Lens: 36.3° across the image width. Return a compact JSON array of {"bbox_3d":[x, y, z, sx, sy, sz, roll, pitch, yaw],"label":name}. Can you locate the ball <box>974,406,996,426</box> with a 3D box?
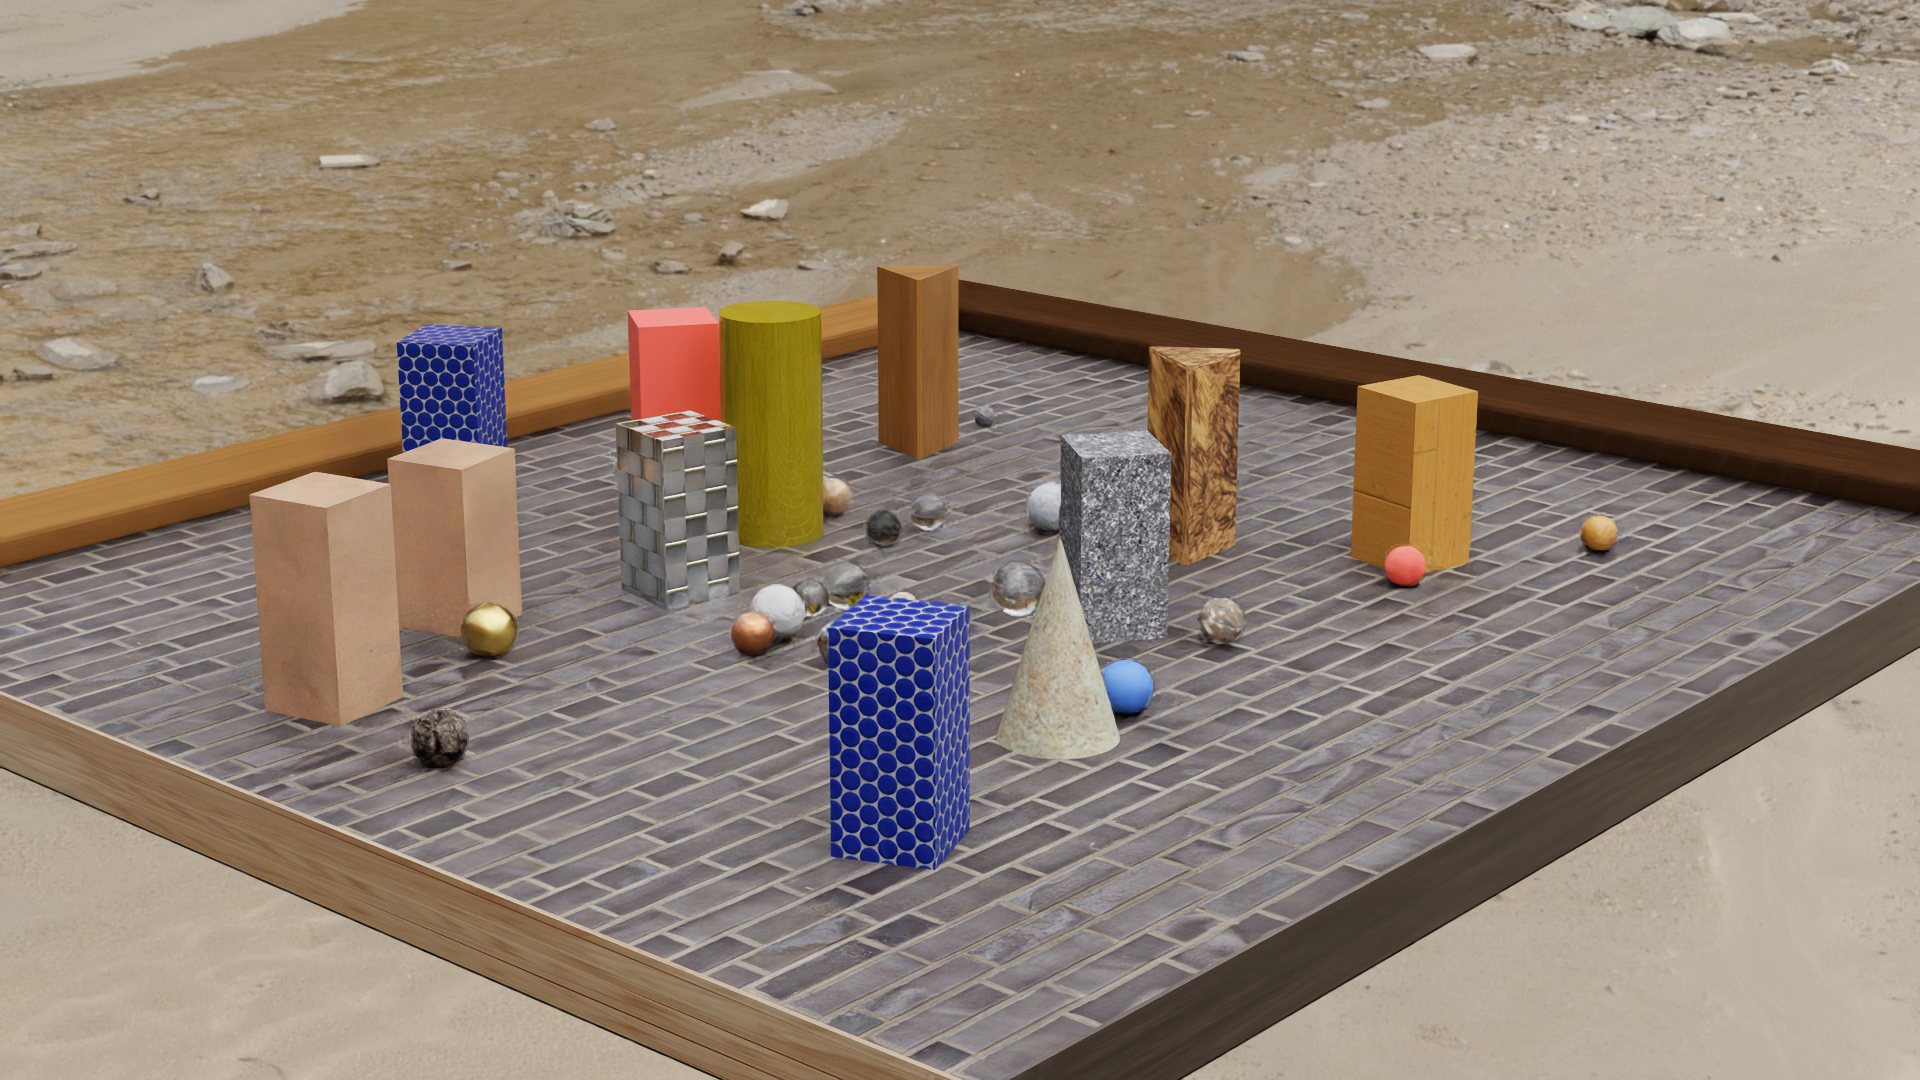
[{"bbox_3d":[0.053,-0.263,6.228,0.044,0.044,0.044,0,17,0],"label":"ball"}]

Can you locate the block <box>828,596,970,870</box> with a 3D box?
[{"bbox_3d":[-0.081,0.261,4.004,0.150,0.329,0.150,5,18,17],"label":"block"}]

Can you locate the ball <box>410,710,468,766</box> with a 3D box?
[{"bbox_3d":[-0.769,0.293,4.325,0.083,0.083,0.083,0,17,0],"label":"ball"}]

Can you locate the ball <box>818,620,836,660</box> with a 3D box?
[{"bbox_3d":[-0.194,0.165,4.759,0.075,0.075,0.075,0,17,0],"label":"ball"}]

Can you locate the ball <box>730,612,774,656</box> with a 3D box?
[{"bbox_3d":[-0.340,0.153,4.806,0.072,0.072,0.072,0,17,0],"label":"ball"}]

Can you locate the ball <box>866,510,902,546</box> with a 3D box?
[{"bbox_3d":[-0.141,-0.023,5.398,0.066,0.066,0.066,0,17,0],"label":"ball"}]

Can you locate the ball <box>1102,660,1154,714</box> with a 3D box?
[{"bbox_3d":[0.257,0.228,4.535,0.085,0.085,0.085,0,17,0],"label":"ball"}]

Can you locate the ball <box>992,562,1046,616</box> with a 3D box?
[{"bbox_3d":[0.100,0.083,4.999,0.094,0.094,0.094,0,17,0],"label":"ball"}]

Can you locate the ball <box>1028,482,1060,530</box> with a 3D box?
[{"bbox_3d":[0.170,-0.062,5.487,0.090,0.090,0.090,0,17,0],"label":"ball"}]

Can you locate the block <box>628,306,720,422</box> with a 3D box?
[{"bbox_3d":[-0.543,-0.243,5.595,0.150,0.373,0.150,-4,17,-13],"label":"block"}]

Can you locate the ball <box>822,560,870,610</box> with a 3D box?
[{"bbox_3d":[-0.196,0.078,5.035,0.083,0.083,0.083,0,17,0],"label":"ball"}]

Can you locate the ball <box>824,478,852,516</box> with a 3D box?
[{"bbox_3d":[-0.244,-0.082,5.580,0.075,0.075,0.075,0,17,0],"label":"ball"}]

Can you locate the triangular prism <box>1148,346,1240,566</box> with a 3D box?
[{"bbox_3d":[0.400,-0.162,5.336,0.141,0.368,0.163,13,21,36],"label":"triangular prism"}]

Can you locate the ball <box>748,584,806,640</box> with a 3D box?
[{"bbox_3d":[-0.304,0.120,4.878,0.093,0.093,0.093,0,17,0],"label":"ball"}]

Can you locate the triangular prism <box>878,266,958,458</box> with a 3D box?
[{"bbox_3d":[-0.065,-0.374,6.030,0.141,0.372,0.163,-10,20,-30],"label":"triangular prism"}]

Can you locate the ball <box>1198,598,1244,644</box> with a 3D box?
[{"bbox_3d":[0.433,0.134,4.860,0.077,0.077,0.077,0,17,0],"label":"ball"}]

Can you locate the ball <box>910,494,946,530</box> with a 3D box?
[{"bbox_3d":[-0.059,-0.052,5.490,0.069,0.069,0.069,0,17,0],"label":"ball"}]

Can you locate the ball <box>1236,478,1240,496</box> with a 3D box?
[{"bbox_3d":[0.509,-0.103,5.669,0.063,0.063,0.063,0,17,0],"label":"ball"}]

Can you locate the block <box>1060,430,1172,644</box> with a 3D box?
[{"bbox_3d":[0.258,-0.006,4.904,0.150,0.319,0.150,-3,17,-11],"label":"block"}]

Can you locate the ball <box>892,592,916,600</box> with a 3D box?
[{"bbox_3d":[-0.096,0.114,4.969,0.052,0.052,0.052,0,17,0],"label":"ball"}]

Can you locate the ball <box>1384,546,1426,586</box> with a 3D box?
[{"bbox_3d":[0.783,0.046,5.160,0.073,0.073,0.073,0,17,0],"label":"ball"}]

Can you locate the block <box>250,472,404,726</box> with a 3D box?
[{"bbox_3d":[-0.979,0.089,4.539,0.150,0.348,0.150,9,19,27],"label":"block"}]

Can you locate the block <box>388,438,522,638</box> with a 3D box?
[{"bbox_3d":[-0.850,-0.004,4.942,0.150,0.293,0.150,8,19,25],"label":"block"}]

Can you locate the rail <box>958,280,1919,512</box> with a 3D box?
[{"bbox_3d":[1.014,-0.307,6.239,2.796,0.122,0.045,14,22,39],"label":"rail"}]

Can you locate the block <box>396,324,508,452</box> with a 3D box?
[{"bbox_3d":[-0.956,-0.216,5.544,0.150,0.352,0.150,3,17,11],"label":"block"}]

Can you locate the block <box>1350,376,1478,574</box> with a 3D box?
[{"bbox_3d":[0.815,-0.117,5.271,0.150,0.319,0.150,-11,20,-33],"label":"block"}]

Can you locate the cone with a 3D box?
[{"bbox_3d":[0.149,0.146,4.402,0.188,0.319,0.188,0,17,0],"label":"cone"}]

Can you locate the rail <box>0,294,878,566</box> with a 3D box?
[{"bbox_3d":[-1.038,-0.230,5.983,0.045,0.122,3.141,14,22,39],"label":"rail"}]

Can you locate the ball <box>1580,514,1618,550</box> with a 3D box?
[{"bbox_3d":[1.170,-0.013,5.365,0.066,0.066,0.066,0,17,0],"label":"ball"}]

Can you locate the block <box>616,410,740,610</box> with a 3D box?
[{"bbox_3d":[-0.490,-0.054,5.095,0.150,0.300,0.150,-12,21,-35],"label":"block"}]

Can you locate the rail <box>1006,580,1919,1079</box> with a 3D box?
[{"bbox_3d":[1.038,0.291,4.258,0.045,0.122,3.141,14,22,39],"label":"rail"}]

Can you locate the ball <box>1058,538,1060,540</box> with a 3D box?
[{"bbox_3d":[0.199,0.008,5.333,0.045,0.045,0.045,0,17,0],"label":"ball"}]

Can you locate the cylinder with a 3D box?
[{"bbox_3d":[-0.348,-0.215,5.419,0.188,0.422,0.188,0,17,0],"label":"cylinder"}]

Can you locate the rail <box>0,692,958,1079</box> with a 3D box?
[{"bbox_3d":[-1.014,0.369,4.003,2.796,0.122,0.045,14,22,39],"label":"rail"}]

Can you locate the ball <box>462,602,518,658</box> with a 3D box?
[{"bbox_3d":[-0.770,0.148,4.791,0.090,0.090,0.090,0,17,0],"label":"ball"}]

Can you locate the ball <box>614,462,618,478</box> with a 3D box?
[{"bbox_3d":[-0.647,-0.142,5.784,0.071,0.071,0.071,0,17,0],"label":"ball"}]

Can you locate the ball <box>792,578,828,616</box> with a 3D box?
[{"bbox_3d":[-0.256,0.099,4.998,0.065,0.065,0.065,0,17,0],"label":"ball"}]
